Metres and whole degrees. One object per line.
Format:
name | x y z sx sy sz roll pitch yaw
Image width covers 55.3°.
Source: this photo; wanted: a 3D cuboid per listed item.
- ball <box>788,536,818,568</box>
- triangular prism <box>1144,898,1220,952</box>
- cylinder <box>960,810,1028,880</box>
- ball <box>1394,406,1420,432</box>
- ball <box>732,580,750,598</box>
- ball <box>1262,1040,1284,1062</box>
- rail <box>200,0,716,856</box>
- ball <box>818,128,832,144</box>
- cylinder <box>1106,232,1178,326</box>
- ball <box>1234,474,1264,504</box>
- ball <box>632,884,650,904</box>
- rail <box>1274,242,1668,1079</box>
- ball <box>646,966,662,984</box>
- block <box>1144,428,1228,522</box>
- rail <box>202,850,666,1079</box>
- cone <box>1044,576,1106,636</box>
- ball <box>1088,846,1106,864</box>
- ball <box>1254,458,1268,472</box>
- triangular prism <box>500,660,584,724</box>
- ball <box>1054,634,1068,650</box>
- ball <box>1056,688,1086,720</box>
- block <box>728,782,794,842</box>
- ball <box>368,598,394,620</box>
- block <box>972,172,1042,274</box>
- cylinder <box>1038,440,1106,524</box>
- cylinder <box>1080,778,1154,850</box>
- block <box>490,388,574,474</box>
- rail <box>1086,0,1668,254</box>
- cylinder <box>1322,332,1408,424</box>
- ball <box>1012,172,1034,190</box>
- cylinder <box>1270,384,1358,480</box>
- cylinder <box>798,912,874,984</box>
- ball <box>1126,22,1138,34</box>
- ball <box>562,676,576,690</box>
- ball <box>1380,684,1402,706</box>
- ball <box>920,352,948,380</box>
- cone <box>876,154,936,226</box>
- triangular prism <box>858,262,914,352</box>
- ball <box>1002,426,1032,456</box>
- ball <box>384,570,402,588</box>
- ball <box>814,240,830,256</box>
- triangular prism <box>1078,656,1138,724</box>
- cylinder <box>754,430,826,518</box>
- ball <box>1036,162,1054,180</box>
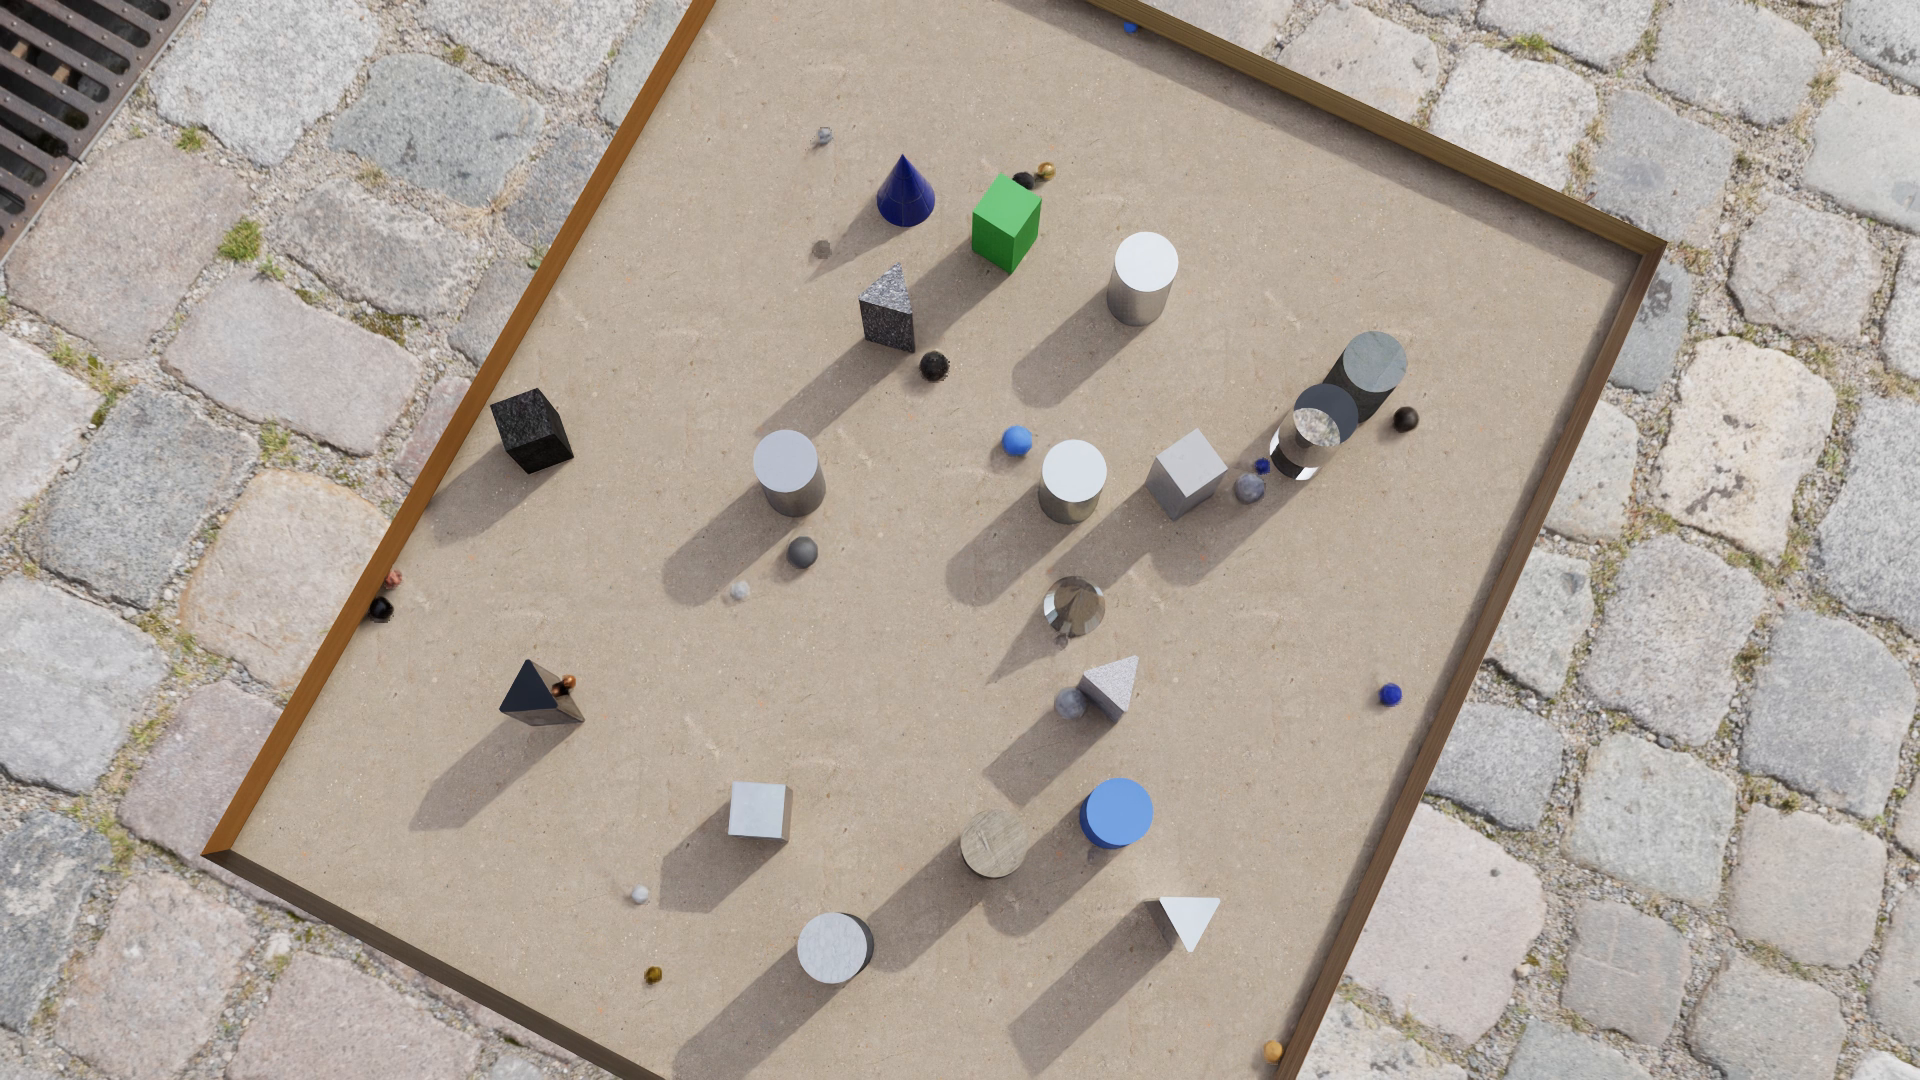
ball | -0.476 0.036 5.561 0.094 0.094 0.094 0 78 0
triangular prism | 0.602 1.051 5.172 0.141 0.445 0.162 31 80 6
cylinder | 0.096 0.878 5.267 0.188 0.329 0.188 0 78 0
ball | 1.377 -0.375 5.654 0.078 0.078 0.078 0 78 0
ball | -0.665 0.150 5.557 0.056 0.056 0.056 0 78 0
ball | 0.903 1.474 5.282 0.059 0.059 0.059 0 78 0
rail | -1.364 -0.661 5.690 0.045 0.122 3.647 26 80 5
ball | -0.432 -1.290 5.858 0.048 0.048 0.048 0 78 0
cylinder | 0.555 -0.795 5.613 0.188 0.329 0.188 0 78 0
ball | 0.882 -0.157 5.602 0.092 0.092 0.092 0 78 0
ball | -0.937 1.038 5.375 0.053 0.053 0.053 0 78 0
rail | 1.364 0.674 5.414 0.045 0.122 3.647 26 80 5
ball | -0.888 1.265 5.331 0.047 0.047 0.047 0 78 0
block | 0.673 -0.191 5.483 0.150 0.338 0.150 -34 80 -7
rail | -0.805 1.583 5.226 3.096 0.122 0.045 26 80 5
cone | 0.349 0.169 5.424 0.188 0.309 0.188 0 78 0
ball | 0.402 0.929 5.397 0.055 0.055 0.055 0 78 0
ball | 0.929 -0.228 5.642 0.042 0.042 0.042 0 78 0
triangular prism | -1.212 0.442 5.329 0.162 0.383 0.141 -4 78 -1
ball | 0.304 0.309 5.529 0.046 0.046 0.046 0 78 0
ball | 0.332 0.488 5.468 0.093 0.093 0.093 0 78 0
block | -0.576 0.790 5.323 0.150 0.255 0.150 4 78 1
ball | -1.749 0.208 5.537 0.071 0.071 0.071 0 78 0
block | 0.142 -0.972 5.654 0.150 0.321 0.150 33 80 6
cylinder | 0.334 -0.170 5.492 0.188 0.313 0.188 0 78 0
cylinder | 0.449 0.793 5.293 0.188 0.312 0.188 0 78 0
block | -1.290 -0.326 5.536 0.150 0.290 0.150 -21 79 -4
rail | 0.805 -1.570 5.878 3.096 0.122 0.045 26 80 5
cylinder | 1.215 -0.487 5.537 0.188 0.353 0.188 0 78 0
ball | 0.199 -1.134 5.816 0.069 0.069 0.069 0 78 0
cylinder | 1.053 -0.319 5.474 0.188 0.409 0.188 0 78 0
cylinder | -0.346 1.145 5.161 0.188 0.428 0.188 0 78 0
ball | 0.556 -1.662 5.939 0.041 0.041 0.041 0 78 0
ball | -1.174 0.428 5.507 0.041 0.041 0.041 0 78 0
ball | 1.291 0.461 5.488 0.065 0.065 0.065 0 78 0
ball | -0.081 -0.541 5.683 0.089 0.089 0.089 0 78 0
cone | -0.172 -1.122 5.667 0.188 0.356 0.188 0 78 0
triangular prism | -0.200 -0.713 5.569 0.162 0.383 0.141 17 79 3
ball | 0.178 -0.306 5.632 0.093 0.093 0.093 0 78 0
ball | -1.721 0.117 5.565 0.053 0.053 0.053 0 78 0
ball | -0.434 -0.921 5.781 0.051 0.051 0.051 0 78 0
triangular prism | 0.459 0.413 5.371 0.162 0.314 0.141 42 81 8
cylinder | -0.507 -0.195 5.484 0.188 0.339 0.188 0 78 0
ball | 0.272 -1.175 5.832 0.054 0.054 0.054 0 78 0
